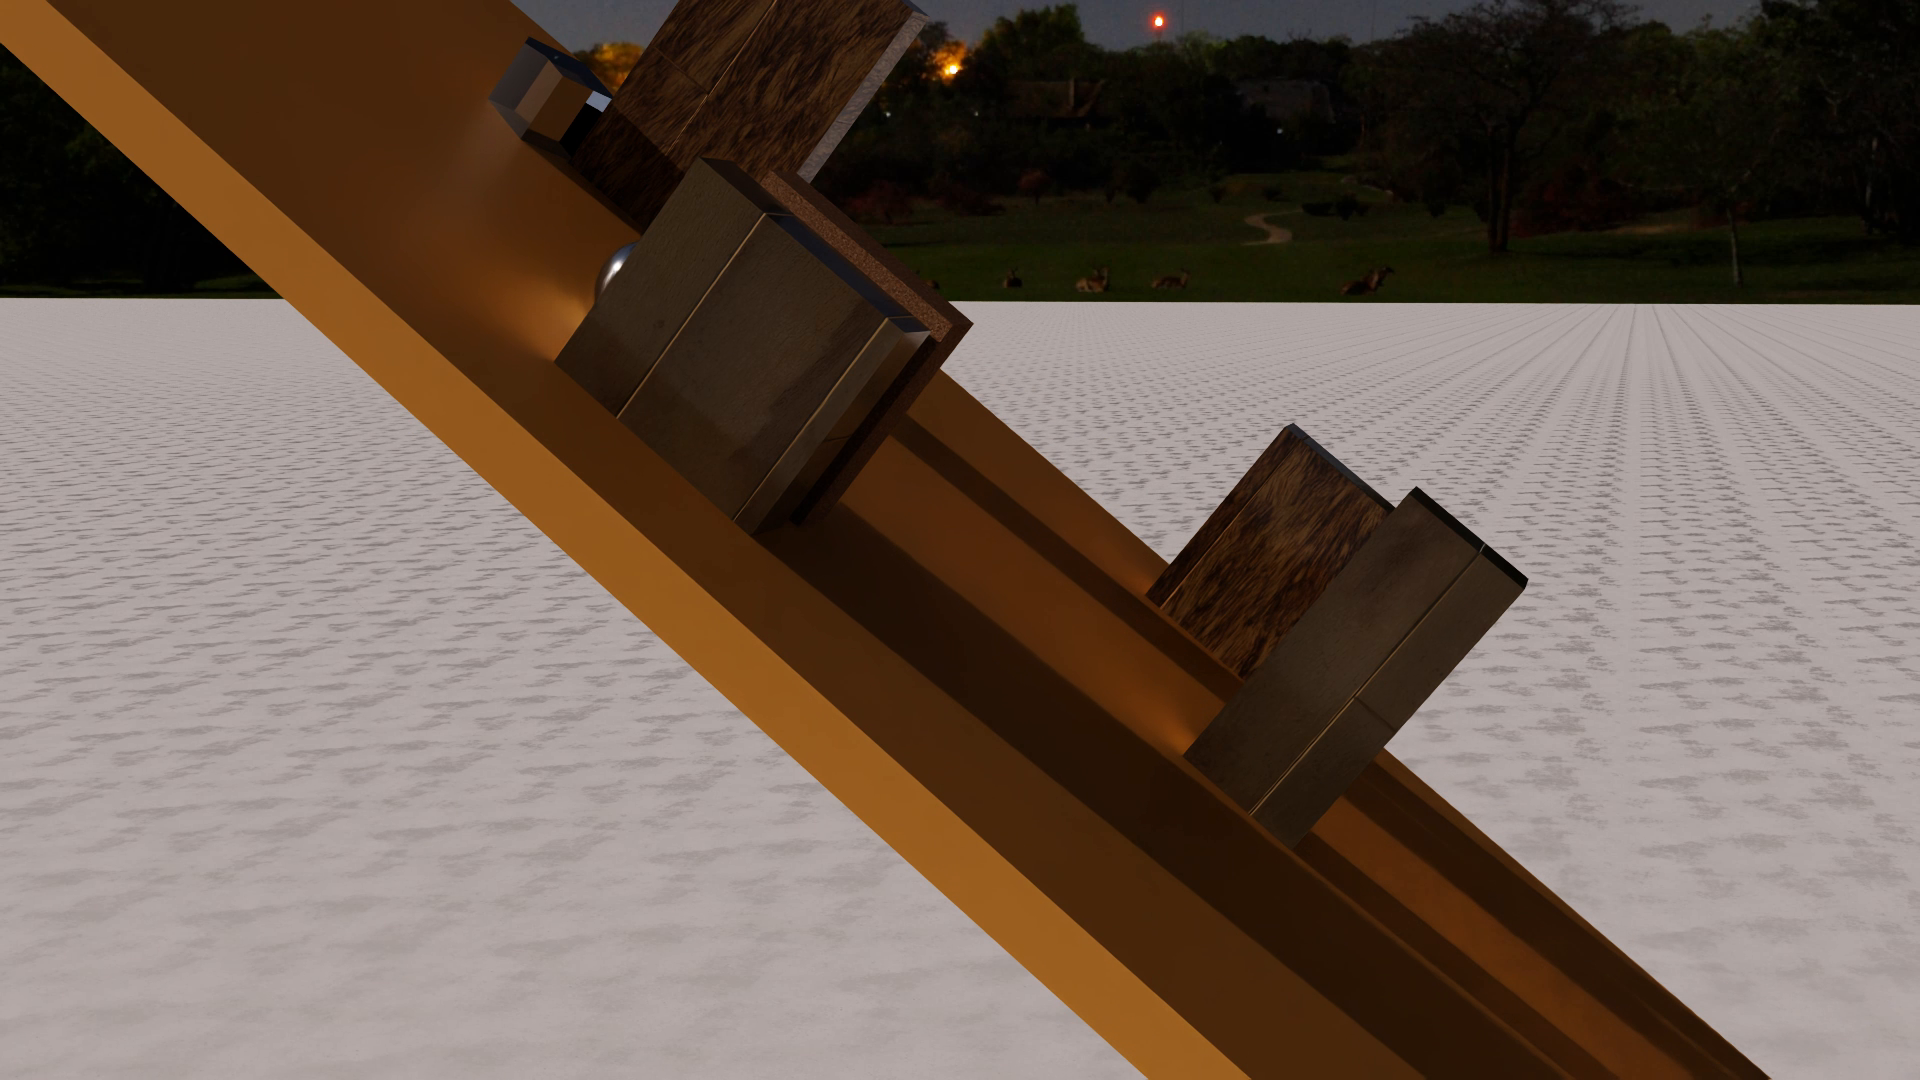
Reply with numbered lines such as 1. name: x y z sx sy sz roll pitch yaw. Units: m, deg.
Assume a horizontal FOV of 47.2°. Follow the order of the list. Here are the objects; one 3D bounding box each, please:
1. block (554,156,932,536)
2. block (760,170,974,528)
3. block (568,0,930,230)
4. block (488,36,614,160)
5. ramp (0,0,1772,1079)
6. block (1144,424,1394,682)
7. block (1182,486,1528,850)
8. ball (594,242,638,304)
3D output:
1. block: -0.341 -0.301 3.427 0.423 0.403 0.132 41 16 9
2. block: -0.266 -0.312 3.587 0.392 0.421 0.114 41 16 9
3. block: -0.425 -0.890 4.364 0.403 0.674 0.103 41 16 9
4. block: -0.821 -0.887 4.438 0.154 0.154 0.154 17 26 -52
5. ramp: -0.015 0.065 4.047 4.000 0.100 2.000 41 16 9
6. block: 0.667 0.045 4.566 0.339 0.459 0.121 41 16 9
7. block: 0.689 0.224 3.847 0.250 0.611 0.142 41 16 9
8. ball: -0.529 -0.416 3.733 0.183 0.183 0.183 0 7 0
